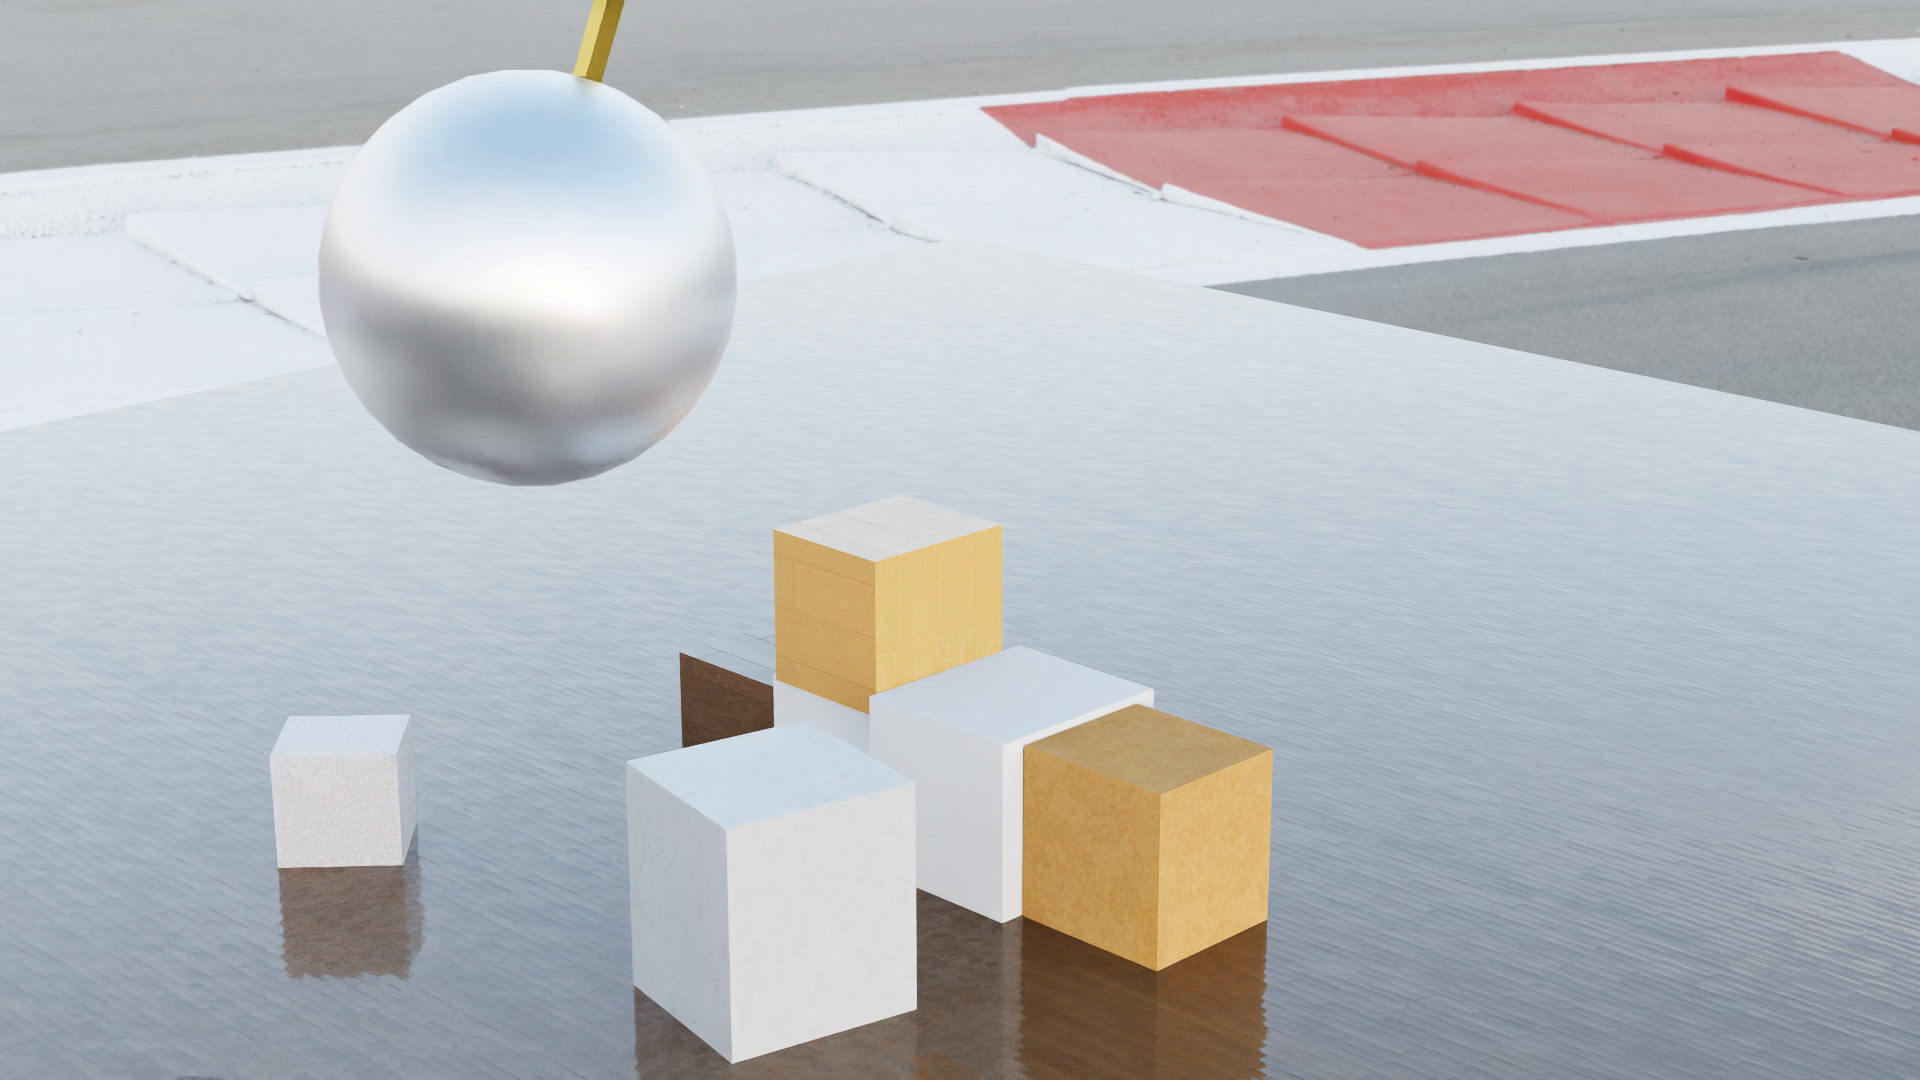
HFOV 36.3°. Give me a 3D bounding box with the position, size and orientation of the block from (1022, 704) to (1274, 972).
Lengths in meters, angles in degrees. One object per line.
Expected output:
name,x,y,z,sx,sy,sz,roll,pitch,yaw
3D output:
block,0.821,1.289,12.890,0.740,0.811,0.792,-17,24,-42

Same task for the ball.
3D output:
ball,-1.656,-1.005,11.290,1.600,1.600,1.600,0,17,0

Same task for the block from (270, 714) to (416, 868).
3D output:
block,-2.874,1.169,13.705,0.572,0.551,0.511,-1,17,-3

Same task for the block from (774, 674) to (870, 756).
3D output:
block,-0.345,0.984,14.001,0.773,0.728,0.755,-17,24,-42

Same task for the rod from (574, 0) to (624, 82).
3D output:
rod,-0.718,-4.273,11.247,0.080,5.200,0.080,17,1,42

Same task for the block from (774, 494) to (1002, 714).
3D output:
block,-0.334,0.293,13.744,0.812,0.744,0.692,-16,24,-42

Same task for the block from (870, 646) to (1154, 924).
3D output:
block,0.236,1.097,13.445,0.982,0.846,0.846,-17,24,-42

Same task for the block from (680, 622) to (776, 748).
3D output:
block,-0.869,0.860,14.497,0.749,0.667,0.686,-17,24,-42

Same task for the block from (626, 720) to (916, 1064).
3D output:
block,-0.779,1.429,12.115,0.873,1.010,0.854,-11,21,-32

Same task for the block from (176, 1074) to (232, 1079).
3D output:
block,-2.280,2.257,9.515,0.943,0.776,0.913,3,2,10
